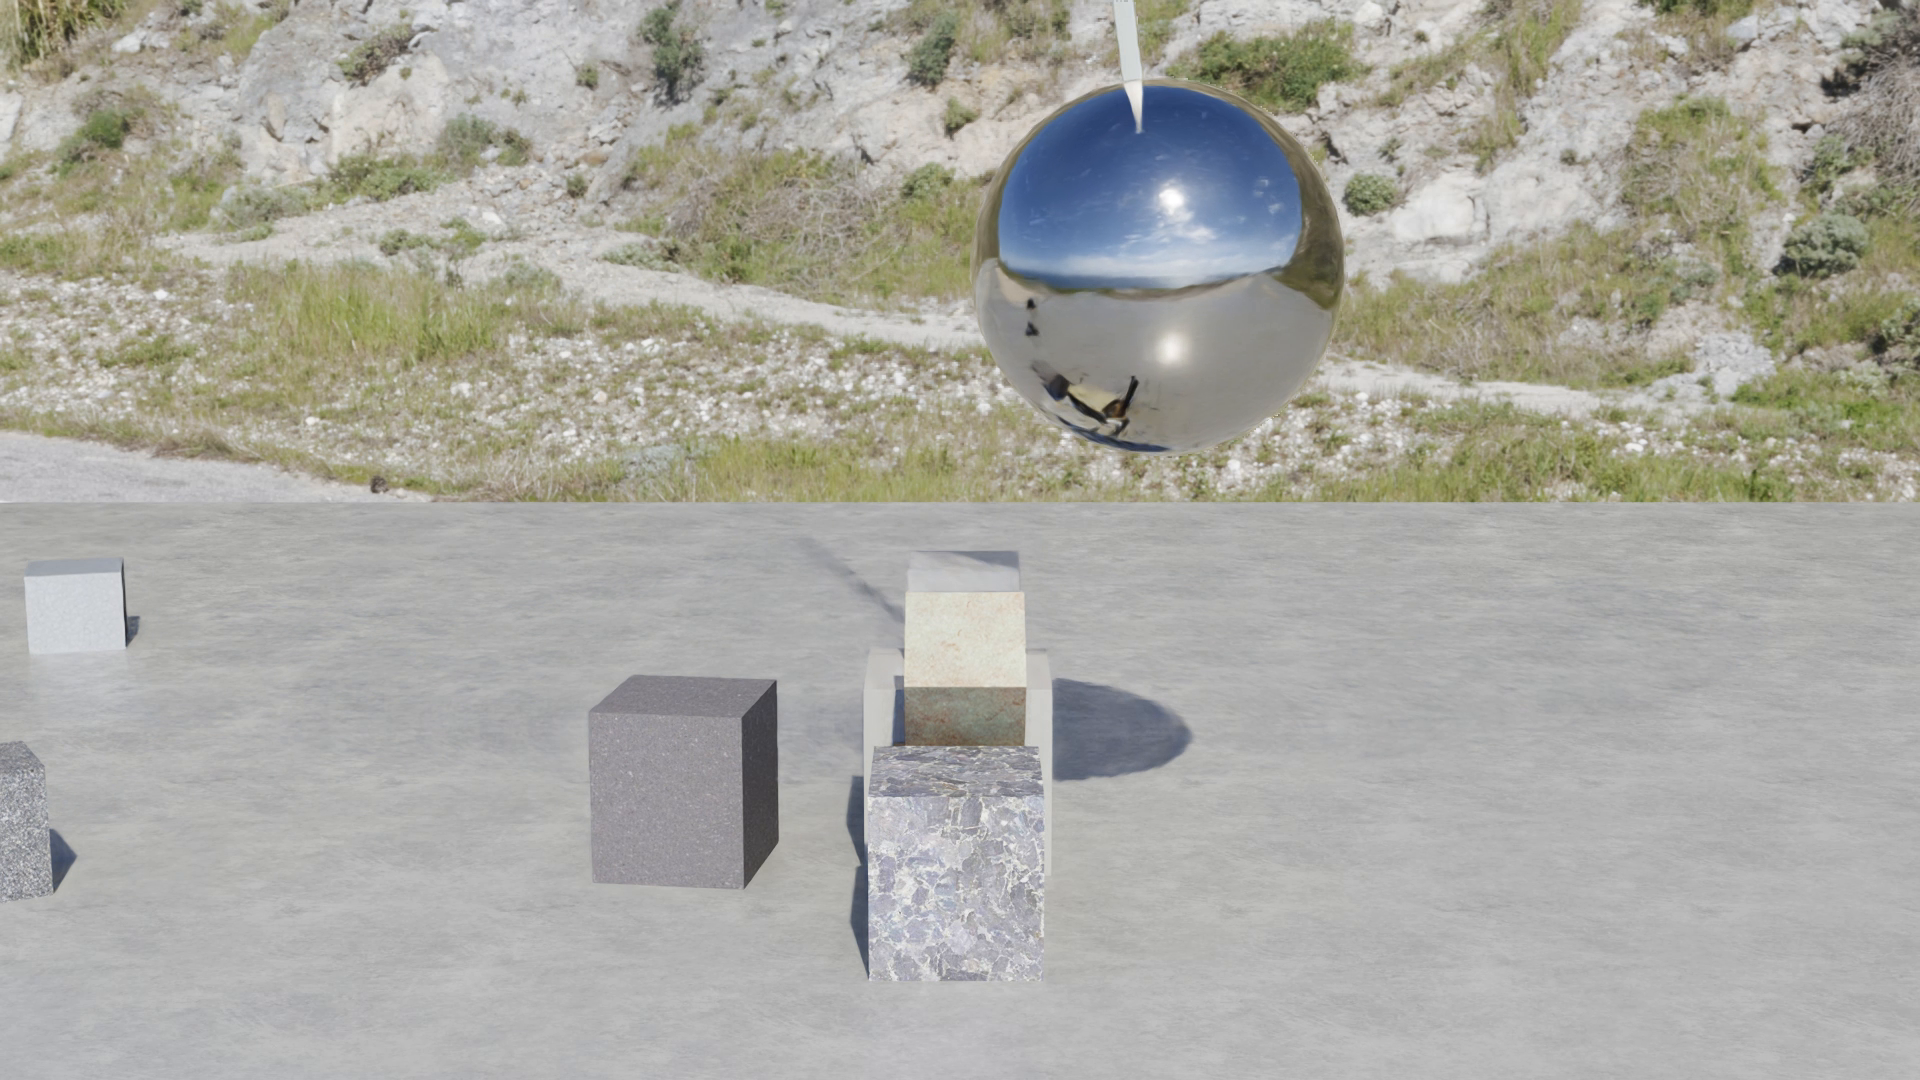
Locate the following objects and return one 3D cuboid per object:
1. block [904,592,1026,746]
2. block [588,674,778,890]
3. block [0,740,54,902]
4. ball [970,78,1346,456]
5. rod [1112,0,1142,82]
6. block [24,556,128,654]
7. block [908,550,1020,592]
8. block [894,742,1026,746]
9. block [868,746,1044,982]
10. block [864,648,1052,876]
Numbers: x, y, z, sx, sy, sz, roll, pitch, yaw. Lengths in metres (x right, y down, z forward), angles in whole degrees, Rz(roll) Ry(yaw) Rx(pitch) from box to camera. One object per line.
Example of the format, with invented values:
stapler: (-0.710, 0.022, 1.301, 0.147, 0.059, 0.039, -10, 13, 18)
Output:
block: (0.021, 0.585, 10.954, 0.506, 0.492, 0.533, 0, 46, 0)
block: (-1.226, 1.073, 11.508, 0.680, 0.772, 0.718, 1, 10, 8)
block: (-4.280, 1.239, 11.144, 0.525, 0.575, 0.506, -6, 12, -30)
ball: (0.840, -1.162, 10.969, 1.600, 1.600, 1.600, 0, 10, 0)
rod: (0.364, -4.475, 10.367, 0.080, 5.200, 0.080, -8, 10, 1)
block: (-5.507, 0.403, 16.005, 0.564, 0.482, 0.539, -3, 11, -16)
block: (0.019, 0.314, 11.864, 0.506, 0.445, 0.498, 0, 10, 0)
block: (-0.002, 1.240, 11.041, 0.573, 0.609, 0.560, 0, 10, 0)
block: (-0.015, 1.293, 10.367, 0.684, 0.747, 0.765, 0, 10, 0)
block: (-0.009, 0.998, 11.711, 0.828, 0.846, 0.825, 0, 10, 0)
